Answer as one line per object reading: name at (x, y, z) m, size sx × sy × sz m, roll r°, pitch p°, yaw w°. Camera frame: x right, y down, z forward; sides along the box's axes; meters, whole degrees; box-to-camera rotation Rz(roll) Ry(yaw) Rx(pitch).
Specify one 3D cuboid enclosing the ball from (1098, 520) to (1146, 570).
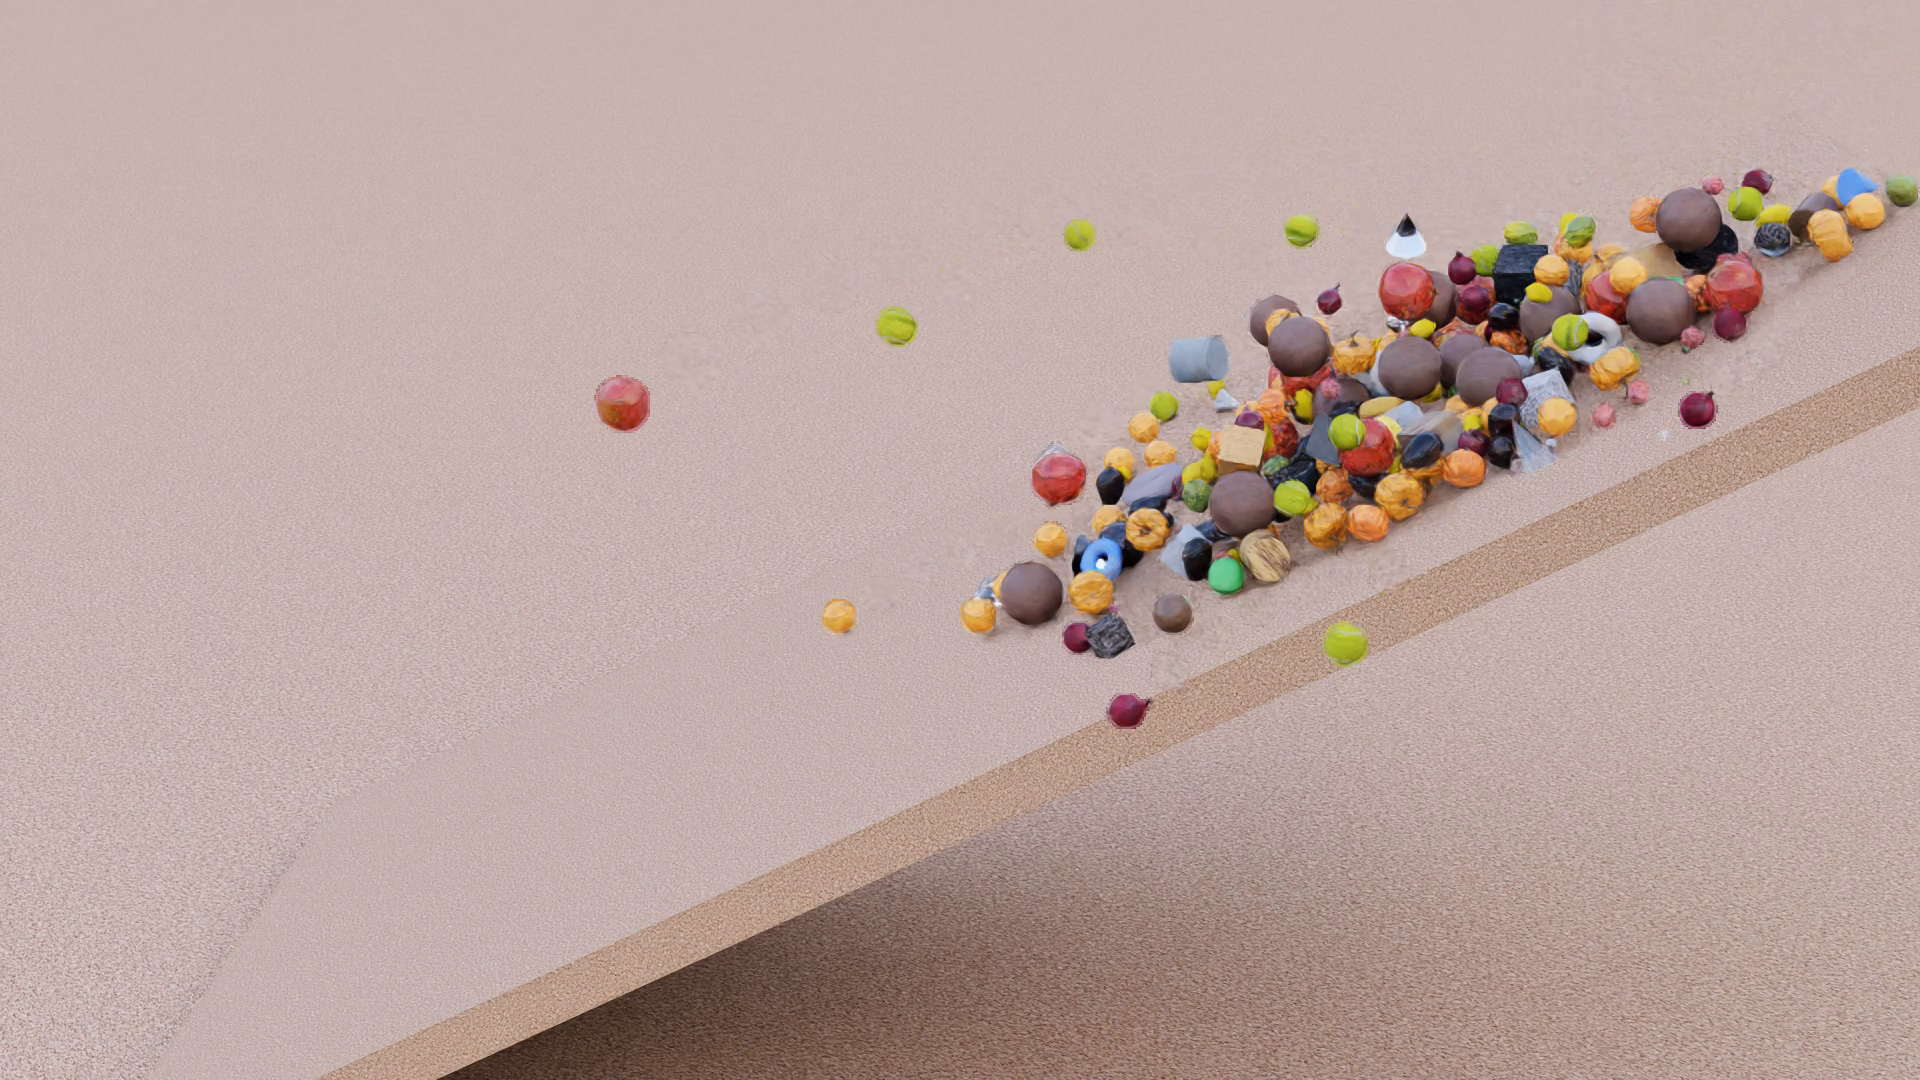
ball at (0.332, 0.010, 6.061) m, size 0.099 × 0.099 × 0.099 m, roll 0°, pitch 17°, yaw 0°

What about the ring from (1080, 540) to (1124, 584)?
ring at (0.288, 0.045, 5.970) m, size 0.097 × 0.097 × 0.032 m, roll 15°, pitch -8°, yaw 40°

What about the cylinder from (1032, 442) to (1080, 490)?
cylinder at (0.210, -0.163, 6.406) m, size 0.076 × 0.076 × 0.076 m, roll -41°, pitch 18°, yaw 4°

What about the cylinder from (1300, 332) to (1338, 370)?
cylinder at (0.825, -0.434, 6.773) m, size 0.063 × 0.063 × 0.063 m, roll 35°, pitch -3°, yaw 2°

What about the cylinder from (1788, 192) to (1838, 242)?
cylinder at (1.702, -0.644, 5.864) m, size 0.073 × 0.073 × 0.073 m, roll 13°, pitch 41°, yaw 36°

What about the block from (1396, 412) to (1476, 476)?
block at (0.916, -0.185, 5.667) m, size 0.091 × 0.091 × 0.091 m, roll -33°, pitch 14°, yaw -20°

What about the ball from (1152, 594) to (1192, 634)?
ball at (0.395, 0.137, 5.471) m, size 0.075 × 0.075 × 0.075 m, roll 0°, pitch 17°, yaw 0°

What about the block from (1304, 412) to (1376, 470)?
block at (0.742, -0.193, 5.747) m, size 0.085 × 0.085 × 0.085 m, roll 24°, pitch 12°, yaw 37°

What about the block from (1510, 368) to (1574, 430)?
block at (1.115, -0.271, 5.628) m, size 0.076 × 0.076 × 0.076 m, roll -19°, pitch 16°, yaw 38°

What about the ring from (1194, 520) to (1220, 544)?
ring at (0.498, -0.012, 5.964) m, size 0.098 × 0.033 × 0.098 m, roll -26°, pitch 12°, yaw 6°

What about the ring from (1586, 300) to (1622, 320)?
ring at (1.323, -0.466, 6.052) m, size 0.080 × 0.027 × 0.080 m, roll -25°, pitch 17°, yaw 8°

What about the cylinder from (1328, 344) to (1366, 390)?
cylinder at (0.867, -0.386, 6.530) m, size 0.077 × 0.077 × 0.077 m, roll -27°, pitch 16°, yaw 5°

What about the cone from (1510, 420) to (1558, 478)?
cone at (1.036, -0.180, 5.406) m, size 0.097 × 0.097 × 0.097 m, roll -26°, pitch 14°, yaw 7°

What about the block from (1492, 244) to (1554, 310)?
block at (1.187, -0.554, 6.203) m, size 0.097 × 0.097 × 0.097 m, roll 2°, pitch 42°, yaw 26°

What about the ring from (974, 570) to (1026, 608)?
ring at (0.087, 0.104, 6.316) m, size 0.123 × 0.041 × 0.123 m, roll -26°, pitch 15°, yaw 7°

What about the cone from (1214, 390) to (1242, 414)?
cone at (0.631, -0.317, 6.839) m, size 0.057 × 0.057 × 0.057 m, roll 14°, pitch 21°, yaw 29°

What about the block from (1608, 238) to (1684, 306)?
block at (1.391, -0.544, 5.965) m, size 0.099 × 0.099 × 0.099 m, roll -15°, pitch 6°, yaw 37°

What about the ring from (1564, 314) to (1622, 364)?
ring at (1.227, -0.390, 5.704) m, size 0.111 × 0.111 × 0.037 m, roll 3°, pitch 35°, yaw 11°

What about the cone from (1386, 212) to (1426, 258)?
cone at (0.791, -0.550, 5.213) m, size 0.072 × 0.072 × 0.072 m, roll -4°, pitch 39°, yaw 3°

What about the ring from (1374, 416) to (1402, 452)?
ring at (0.840, -0.207, 5.729) m, size 0.084 × 0.028 × 0.084 m, roll 37°, pitch 26°, yaw -22°

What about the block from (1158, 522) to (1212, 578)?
block at (0.446, 0.021, 5.823) m, size 0.066 × 0.066 × 0.066 m, roll 40°, pitch 36°, yaw 1°

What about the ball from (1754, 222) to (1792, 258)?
ball at (1.623, -0.600, 5.872) m, size 0.070 × 0.070 × 0.070 m, roll 0°, pitch 17°, yaw 0°

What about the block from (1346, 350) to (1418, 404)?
block at (0.901, -0.342, 6.271) m, size 0.092 × 0.092 × 0.092 m, roll -33°, pitch 14°, yaw -19°

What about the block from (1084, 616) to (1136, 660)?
block at (0.284, 0.185, 5.596) m, size 0.060 × 0.060 × 0.060 m, roll -33°, pitch 14°, yaw -20°

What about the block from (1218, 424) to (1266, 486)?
block at (0.552, -0.167, 5.769) m, size 0.080 × 0.080 × 0.080 m, roll 11°, pitch -26°, yaw 9°

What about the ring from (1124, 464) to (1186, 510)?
ring at (0.427, -0.117, 6.453) m, size 0.150 × 0.050 × 0.150 m, roll -27°, pitch 14°, yaw 7°

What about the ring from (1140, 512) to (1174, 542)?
ring at (0.411, -0.027, 6.196) m, size 0.087 × 0.029 × 0.087 m, roll -30°, pitch 11°, yaw 7°

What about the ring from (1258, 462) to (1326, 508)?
ring at (0.671, -0.111, 5.961) m, size 0.149 × 0.050 × 0.149 m, roll -25°, pitch 15°, yaw 7°

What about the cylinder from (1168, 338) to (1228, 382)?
cylinder at (0.429, -0.323, 5.281) m, size 0.078 × 0.078 × 0.078 m, roll -1°, pitch 13°, yaw 36°

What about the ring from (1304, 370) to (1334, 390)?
ring at (0.812, -0.364, 6.666) m, size 0.075 × 0.025 × 0.075 m, roll -26°, pitch 13°, yaw 6°

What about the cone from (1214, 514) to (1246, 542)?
cone at (0.535, -0.011, 5.883) m, size 0.065 × 0.065 × 0.065 m, roll -2°, pitch -24°, yaw -8°

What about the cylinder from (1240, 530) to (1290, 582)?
cylinder at (0.574, 0.029, 5.541) m, size 0.083 × 0.083 × 0.083 m, roll -1°, pitch 12°, yaw -5°

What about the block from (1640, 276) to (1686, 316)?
block at (1.391, -0.483, 5.821) m, size 0.061 × 0.061 × 0.061 m, roll -1°, pitch -17°, yaw -12°

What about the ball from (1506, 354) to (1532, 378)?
ball at (1.131, -0.351, 5.949) m, size 0.051 × 0.051 × 0.051 m, roll 0°, pitch 17°, yaw 0°

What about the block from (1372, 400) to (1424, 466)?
block at (0.883, -0.214, 5.847) m, size 0.086 × 0.086 × 0.086 m, roll -28°, pitch 14°, yaw 1°

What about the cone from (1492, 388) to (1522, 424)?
cone at (1.052, -0.246, 5.675) m, size 0.067 × 0.067 × 0.067 m, roll 35°, pitch 29°, yaw -23°

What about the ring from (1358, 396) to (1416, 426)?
ring at (0.879, -0.262, 6.033) m, size 0.124 × 0.041 × 0.124 m, roll 0°, pitch -13°, yaw 0°

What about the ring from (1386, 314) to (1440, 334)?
ring at (0.993, -0.474, 6.450) m, size 0.118 × 0.039 × 0.118 m, roll 2°, pitch 3°, yaw 0°

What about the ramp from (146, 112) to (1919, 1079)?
ramp at (0.139, 0.168, 6.281) m, size 4.000 × 0.100 × 2.000 m, roll -25°, pitch 14°, yaw 10°

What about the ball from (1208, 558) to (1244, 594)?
ball at (0.505, 0.068, 5.577) m, size 0.070 × 0.070 × 0.070 m, roll 0°, pitch 17°, yaw 0°
